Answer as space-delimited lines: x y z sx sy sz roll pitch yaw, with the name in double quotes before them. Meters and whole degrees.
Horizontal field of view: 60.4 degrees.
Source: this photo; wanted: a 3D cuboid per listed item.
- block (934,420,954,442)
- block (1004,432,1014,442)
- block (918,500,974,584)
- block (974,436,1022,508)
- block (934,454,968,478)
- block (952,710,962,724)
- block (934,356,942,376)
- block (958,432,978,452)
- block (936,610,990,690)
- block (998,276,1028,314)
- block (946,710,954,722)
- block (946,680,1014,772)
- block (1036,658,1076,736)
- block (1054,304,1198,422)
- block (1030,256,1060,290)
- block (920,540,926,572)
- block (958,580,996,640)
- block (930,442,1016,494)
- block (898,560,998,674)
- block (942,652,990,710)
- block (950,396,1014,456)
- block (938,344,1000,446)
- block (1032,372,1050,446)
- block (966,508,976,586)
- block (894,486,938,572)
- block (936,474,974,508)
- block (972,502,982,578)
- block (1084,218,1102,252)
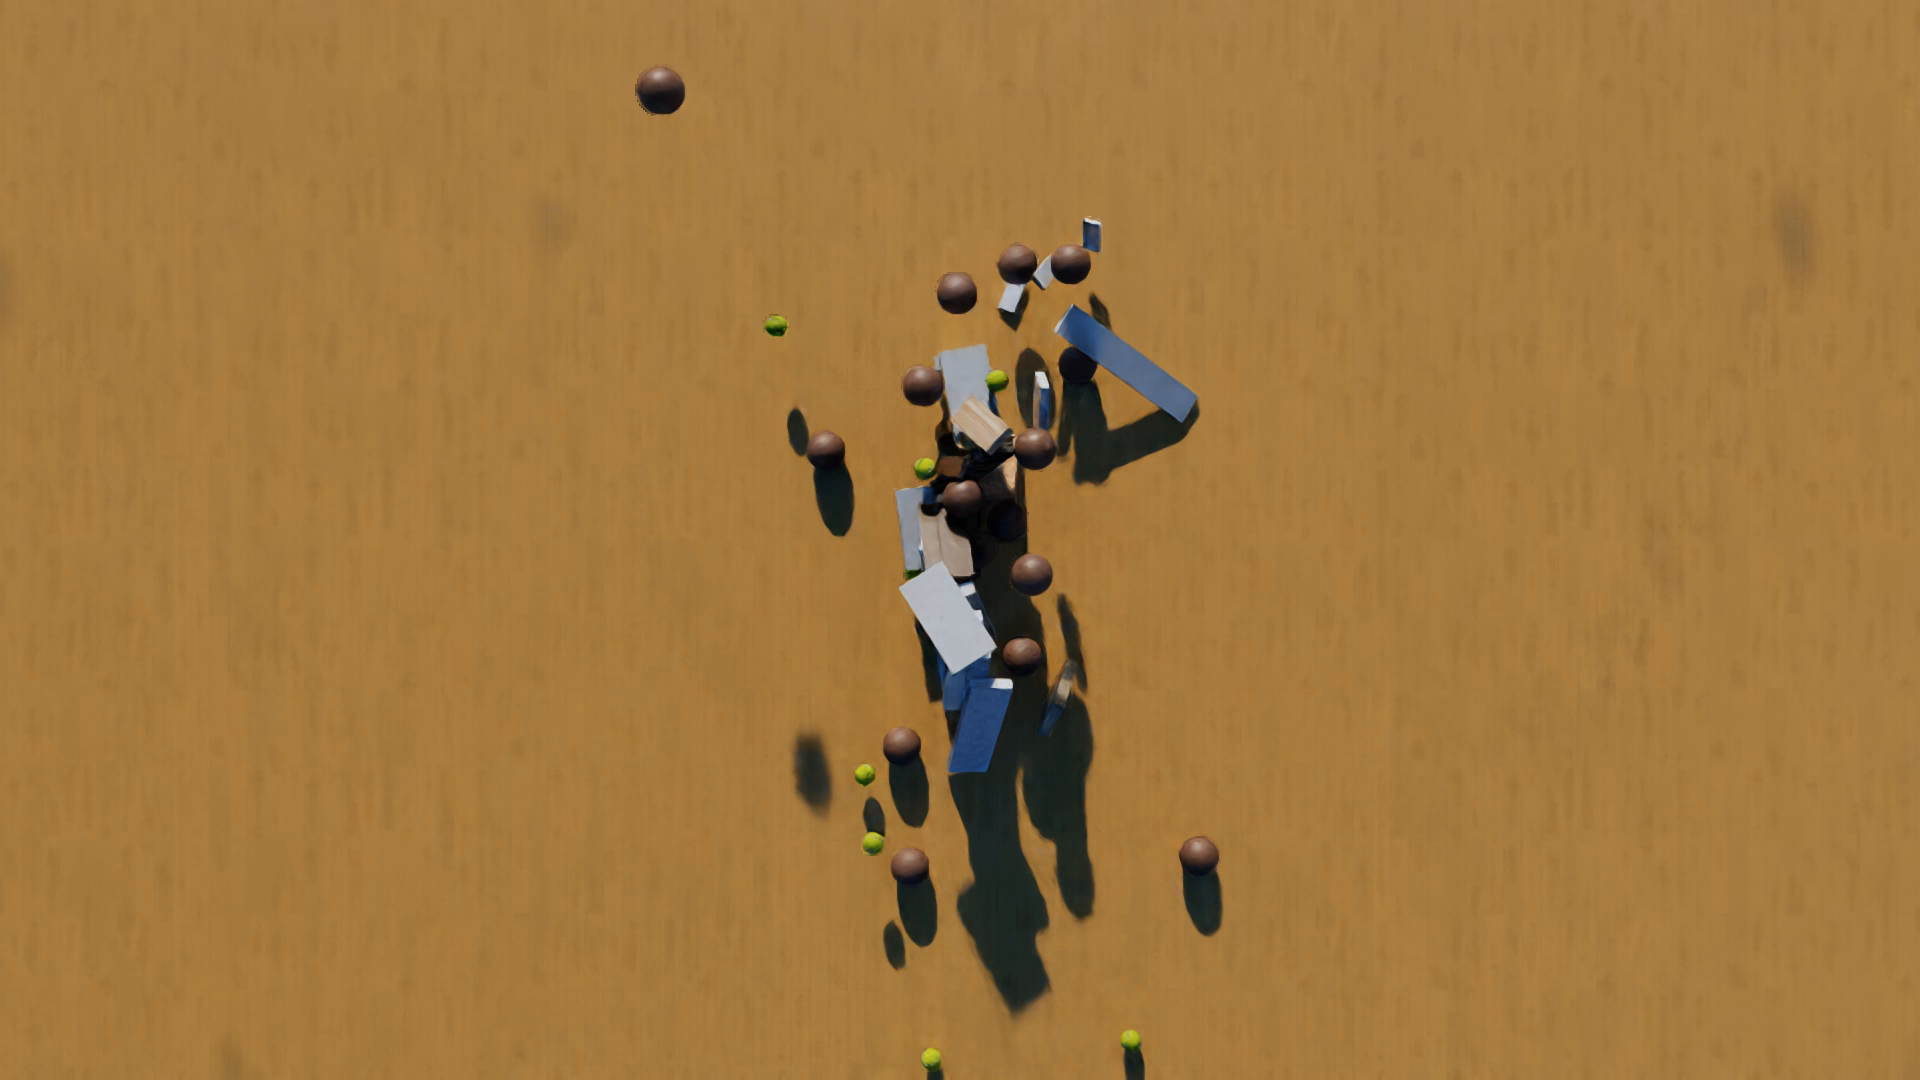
"block" 0.005 -0.365 5.344 0.149 0.299 0.042 -10 90 -6
"block" 0.130 -0.295 5.184 0.062 0.123 0.017 -12 62 -16
"block" -0.044 0.010 5.120 0.146 0.041 0.292 -6 53 -2
"block" 0.125 -0.224 5.395 0.131 0.037 0.261 -4 53 13
"block" -0.029 -0.228 5.108 0.017 0.123 0.062 19 86 -40
"block" 0.019 0.487 5.285 0.101 0.029 0.202 -8 105 1
"block" -0.007 -0.577 5.350 0.149 0.299 0.042 -11 93 0
"block" 0.039 -0.337 5.115 0.062 0.017 0.123 10 72 26
"block" 0.004 0.344 5.128 0.155 0.310 0.044 -7 47 0
"block" 0.175 -0.815 5.485 0.058 0.016 0.115 22 90 14
"block" 0.001 0.544 5.404 0.101 0.202 0.029 -5 63 0
"block" 0.060 0.601 5.289 0.131 0.493 0.037 1 51 -11
"block" 0.314 0.510 5.353 0.037 0.263 0.131 27 121 -2
"block" 0.546 -0.574 5.383 0.550 0.030 0.104 33 90 -22
"block" 0.275 -0.854 5.276 0.058 0.016 0.115 49 52 -19
"block" -0.045 0.109 5.257 0.146 0.292 0.041 -1 51 3
"block" 0.005 0.247 5.183 0.155 0.354 0.044 -20 61 2
"block" 0.040 -0.225 5.152 0.261 0.131 0.037 -36 67 36
"block" -0.037 0.235 4.974 0.155 0.044 0.310 -32 83 -3
"block" 0.018 0.437 5.166 0.131 0.263 0.037 1 47 -5
"block" 0.064 -0.352 5.049 0.104 0.030 0.209 -47 48 2
"block" 0.033 -0.453 5.175 0.149 0.042 0.299 -11 91 -6
"block" 0.253 -0.408 5.142 0.030 0.104 0.209 -4 126 -7
"block" -0.010 0.022 5.359 0.124 0.035 0.248 1 85 0
"block" -0.127 -0.039 5.302 0.131 0.037 0.261 -8 94 -5
"block" -0.018 -0.152 5.441 0.124 0.035 0.248 6 71 1
"block" 0.008 -0.001 5.426 0.124 0.035 0.248 1 71 0
"block" 0.431 -0.992 5.374 0.058 0.115 0.016 20 55 20
